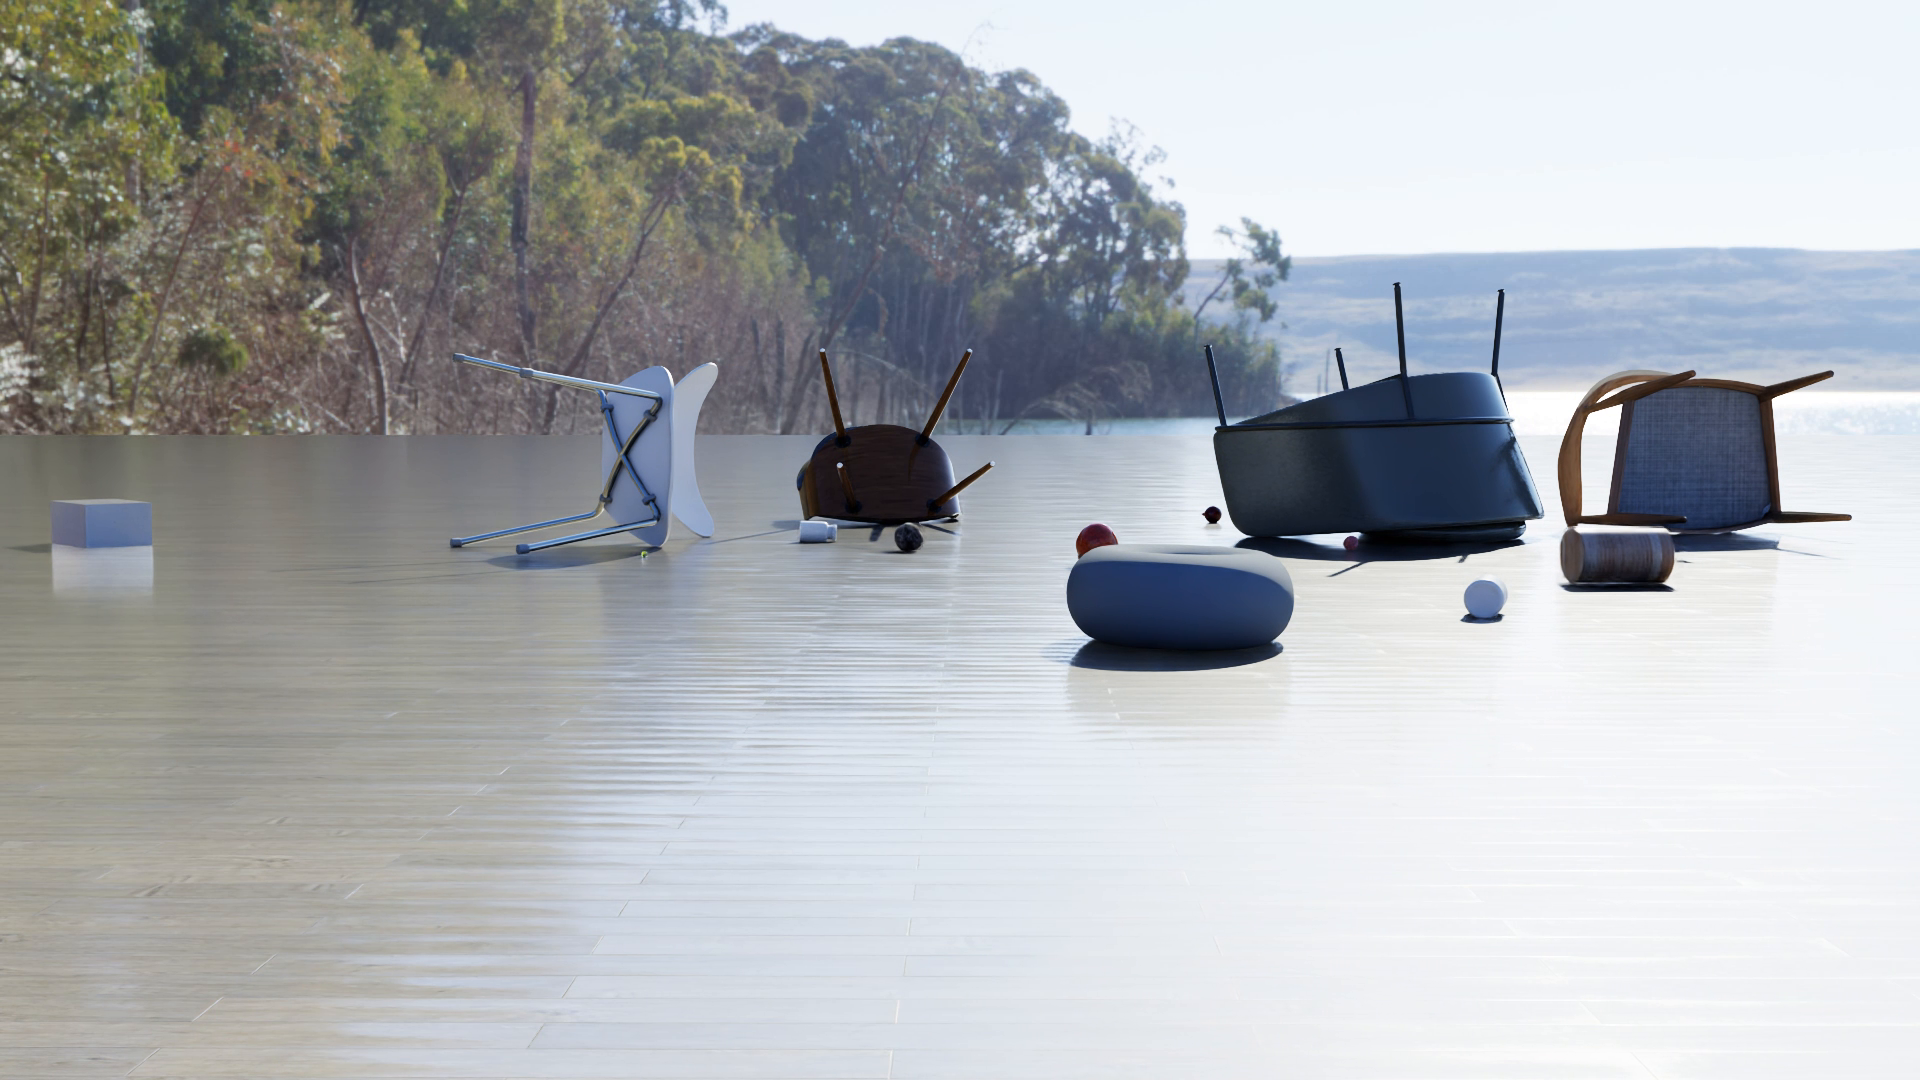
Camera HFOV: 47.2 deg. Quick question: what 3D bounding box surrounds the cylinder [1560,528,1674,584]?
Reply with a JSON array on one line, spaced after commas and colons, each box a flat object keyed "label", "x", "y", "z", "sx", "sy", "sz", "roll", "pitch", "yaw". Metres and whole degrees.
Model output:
[{"label": "cylinder", "x": 1.519, "y": 0.036, "z": 5.090, "sx": 0.211, "sy": 0.129, "sz": 0.168, "roll": 0, "pitch": 0, "yaw": -4}]

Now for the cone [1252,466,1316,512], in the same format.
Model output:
[{"label": "cone", "x": 1.164, "y": -0.154, "z": 8.188, "sx": 0.223, "sy": 0.165, "sz": 0.258, "roll": -28, "pitch": 1, "yaw": -37}]

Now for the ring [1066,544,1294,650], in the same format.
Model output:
[{"label": "ring", "x": 0.392, "y": 0.099, "z": 3.922, "sx": 0.405, "sy": 0.165, "sz": 0.484, "roll": 2, "pitch": 3, "yaw": 3}]

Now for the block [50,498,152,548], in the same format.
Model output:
[{"label": "block", "x": -2.485, "y": -0.049, "z": 6.363, "sx": 0.187, "sy": 0.123, "sz": 0.286, "roll": -3, "pitch": 5, "yaw": -41}]

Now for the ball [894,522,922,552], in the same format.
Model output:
[{"label": "ball", "x": -0.143, "y": -0.008, "z": 6.089, "sx": 0.079, "sy": 0.079, "sz": 0.079, "roll": 0, "pitch": 4, "yaw": 0}]
